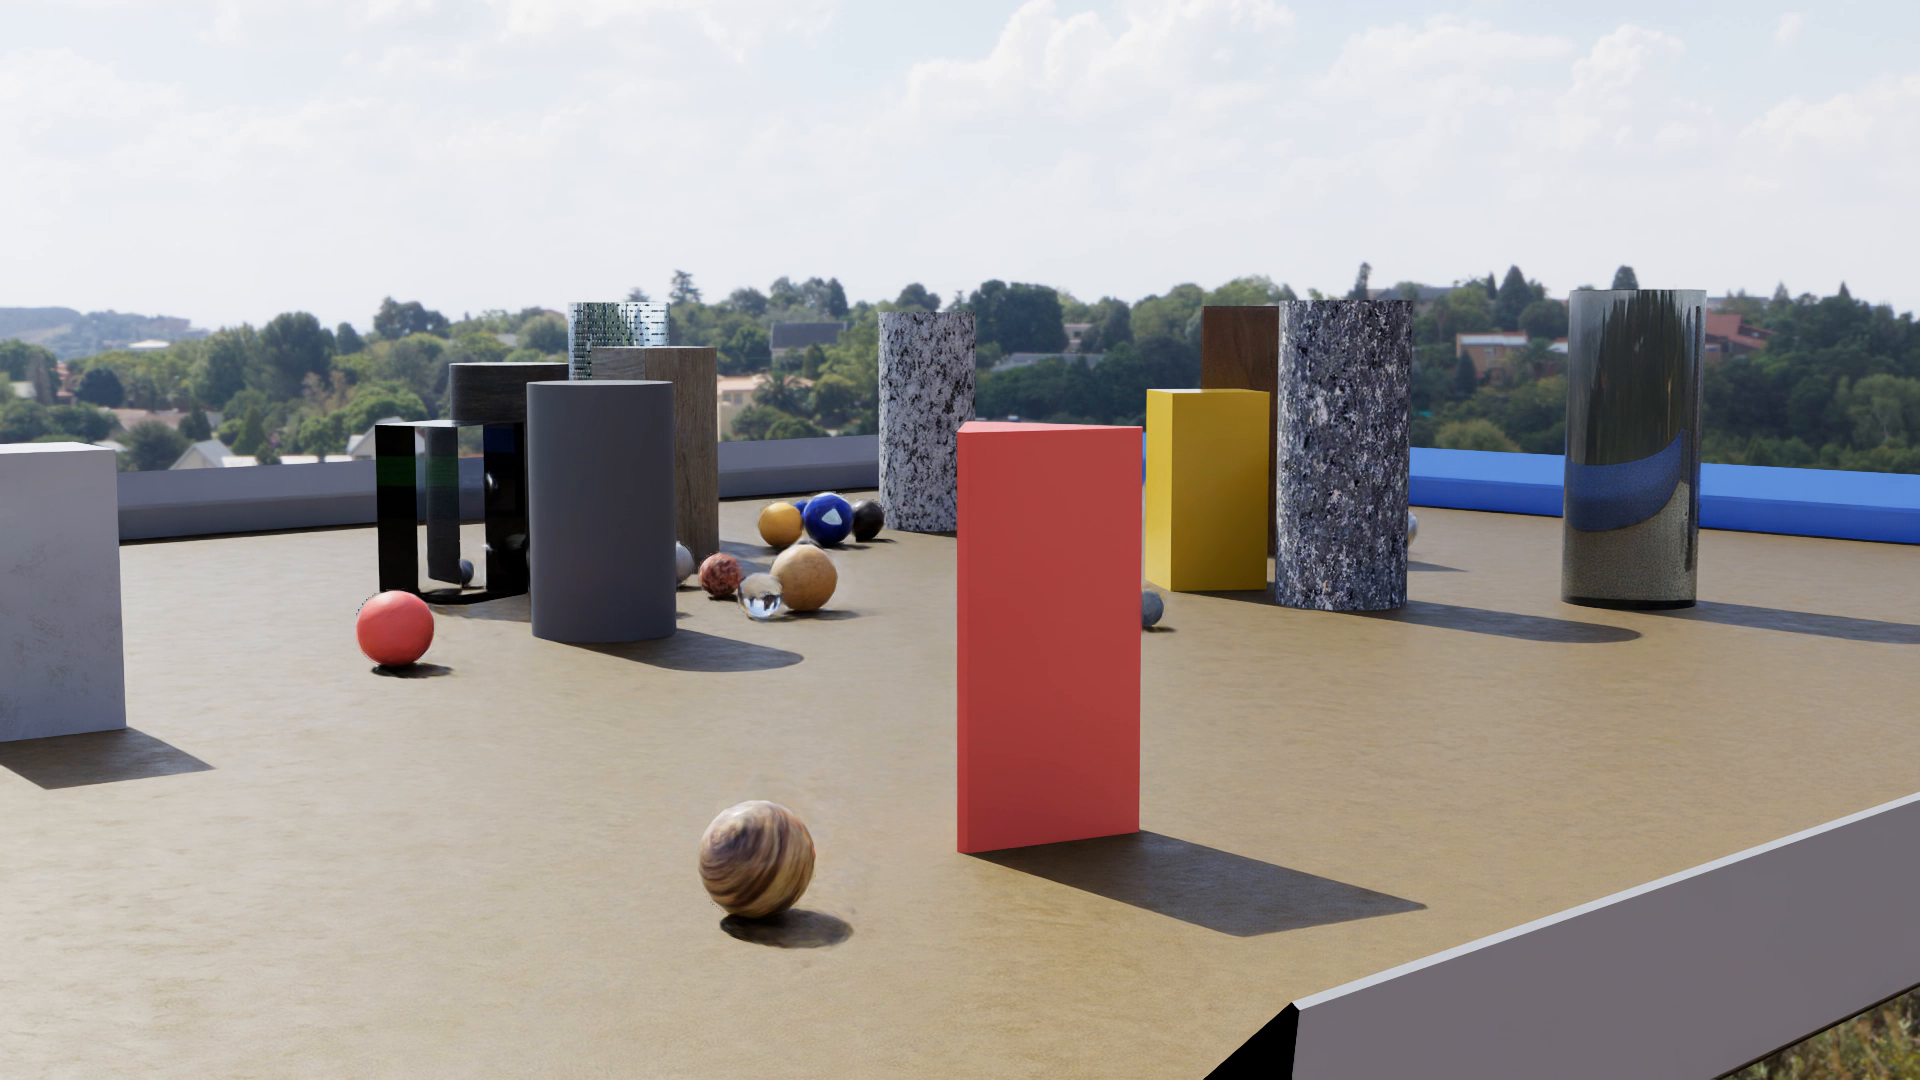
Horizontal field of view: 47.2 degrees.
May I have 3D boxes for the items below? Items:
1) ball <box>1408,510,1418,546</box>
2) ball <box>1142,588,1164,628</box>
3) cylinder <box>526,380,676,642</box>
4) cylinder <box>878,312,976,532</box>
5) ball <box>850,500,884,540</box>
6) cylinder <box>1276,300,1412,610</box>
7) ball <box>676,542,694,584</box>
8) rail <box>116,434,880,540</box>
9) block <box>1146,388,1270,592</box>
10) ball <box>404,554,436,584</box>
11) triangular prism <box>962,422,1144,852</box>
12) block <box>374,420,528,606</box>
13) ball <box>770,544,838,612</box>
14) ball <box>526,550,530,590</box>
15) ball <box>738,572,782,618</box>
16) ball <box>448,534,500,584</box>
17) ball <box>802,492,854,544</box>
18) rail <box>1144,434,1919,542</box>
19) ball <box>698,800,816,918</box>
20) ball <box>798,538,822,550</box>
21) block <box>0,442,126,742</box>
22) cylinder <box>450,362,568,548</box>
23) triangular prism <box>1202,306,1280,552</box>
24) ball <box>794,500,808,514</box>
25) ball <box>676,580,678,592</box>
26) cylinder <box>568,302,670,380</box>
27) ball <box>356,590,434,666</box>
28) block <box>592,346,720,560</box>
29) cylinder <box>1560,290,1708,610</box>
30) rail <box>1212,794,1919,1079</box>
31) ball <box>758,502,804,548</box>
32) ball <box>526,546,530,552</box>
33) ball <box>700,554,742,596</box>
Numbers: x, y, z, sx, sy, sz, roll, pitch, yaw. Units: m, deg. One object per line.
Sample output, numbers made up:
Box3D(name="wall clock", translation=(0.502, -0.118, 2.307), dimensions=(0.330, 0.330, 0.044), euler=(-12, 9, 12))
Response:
Box3D(name="ball", translation=(0.812, -0.021, 4.096), dimensions=(0.083, 0.083, 0.083), euler=(0, 6, 0))
Box3D(name="ball", translation=(0.260, 0.096, 3.107), dimensions=(0.055, 0.055, 0.055), euler=(0, 6, 0))
Box3D(name="cylinder", translation=(-0.495, -0.044, 3.046), dimensions=(0.200, 0.347, 0.200), euler=(0, 6, 0))
Box3D(name="cylinder", translation=(-0.068, -0.248, 4.540), dimensions=(0.200, 0.443, 0.200), euler=(0, 6, 0))
Box3D(name="ball", translation=(-0.186, -0.039, 4.301), dimensions=(0.077, 0.077, 0.077), euler=(0, 6, 0))
Box3D(name="cylinder", translation=(0.585, -0.134, 3.358), dimensions=(0.200, 0.461, 0.200), euler=(0, 6, 0))
Box3D(name="ball", translation=(-0.469, 0.039, 3.567), dimensions=(0.072, 0.072, 0.072), euler=(0, 6, 0))
Box3D(name="rail", translation=(-1.220, -0.103, 4.647), dimensions=(3.928, 0.130, 0.045), euler=(-5, 8, -42))
Box3D(name="block", translation=(0.401, -0.085, 3.584), dimensions=(0.160, 0.316, 0.160), euler=(-1, 6, -10))
Box3D(name="ball", translation=(-0.884, 0.047, 3.600), dimensions=(0.049, 0.049, 0.049), euler=(0, 6, 0))
Box3D(name="triangular prism", translation=(0.044, 0.075, 1.901), dimensions=(0.173, 0.347, 0.150), euler=(-3, 7, -27))
Box3D(name="block", translation=(-0.792, -0.046, 3.429), dimensions=(0.160, 0.271, 0.160), euler=(3, 7, 26))
Box3D(name="ball", translation=(-0.232, 0.056, 3.270), dimensions=(0.100, 0.100, 0.100), euler=(0, 6, 0))
Box3D(name="ball", translation=(-0.686, 0.049, 3.521), dimensions=(0.063, 0.063, 0.063), euler=(0, 6, 0))
Box3D(name="ball", translation=(-0.292, 0.079, 3.209), dimensions=(0.066, 0.066, 0.066), euler=(0, 6, 0))
Box3D(name="ball", translation=(-0.794, 0.033, 3.588), dimensions=(0.081, 0.081, 0.081), euler=(0, 6, 0))
Box3D(name="ball", translation=(-0.252, -0.040, 4.201), dimensions=(0.099, 0.099, 0.099), euler=(0, 6, 0))
Box3D(name="rail", translation=(1.426, -0.102, 4.641), dimensions=(0.045, 0.130, 3.646), euler=(-5, 8, -42))
Box3D(name="ball", translation=(-0.150, 0.235, 1.619), dimensions=(0.087, 0.087, 0.087), euler=(0, 6, 0))
Box3D(name="ball", translation=(-0.262, 0.024, 3.811), dimensions=(0.052, 0.052, 0.052), euler=(0, 6, 0))
Box3D(name="block", translation=(-1.004, 0.051, 2.355), dimensions=(0.160, 0.299, 0.160), euler=(-4, 7, -36))
Box3D(name="cylinder", translation=(-0.768, -0.123, 3.763), dimensions=(0.200, 0.355, 0.200), euler=(0, 6, 0))
Box3D(name="triangular prism", translation=(0.544, -0.213, 4.152), dimensions=(0.173, 0.454, 0.150), euler=(1, 6, 8))
Box3D(name="ball", translation=(-0.336, -0.062, 4.680), dimensions=(0.043, 0.043, 0.043), euler=(0, 6, 0))
Box3D(name="ball", translation=(-0.458, 0.068, 3.258), dimensions=(0.079, 0.079, 0.079), euler=(0, 6, 0))
Box3D(name="cylinder", translation=(-0.674, -0.240, 4.368), dimensions=(0.200, 0.462, 0.200), euler=(0, 6, 0))
Box3D(name="ball", translation=(-0.709, 0.111, 2.762), dimensions=(0.096, 0.096, 0.096), euler=(0, 6, 0))
Box3D(name="block", translation=(-0.552, -0.159, 3.985), dimensions=(0.160, 0.380, 0.160), euler=(-6, 8, -44))
Box3D(name="cylinder", translation=(1.027, -0.142, 3.358), dimensions=(0.200, 0.477, 0.200), euler=(0, 6, 0))
Box3D(name="rail", translation=(1.220, 0.171, 2.017), dimensions=(3.928, 0.130, 0.045), euler=(-5, 8, -42))
Box3D(name="ball", translation=(-0.338, -0.029, 4.157), dimensions=(0.085, 0.085, 0.085), euler=(0, 6, 0))
Box3D(name="ball", translation=(-0.688, 0.040, 3.594), dimensions=(0.066, 0.066, 0.066), euler=(0, 6, 0))
Box3D(name="ball", translation=(-0.374, 0.055, 3.440), dimensions=(0.068, 0.068, 0.068), euler=(0, 6, 0))
